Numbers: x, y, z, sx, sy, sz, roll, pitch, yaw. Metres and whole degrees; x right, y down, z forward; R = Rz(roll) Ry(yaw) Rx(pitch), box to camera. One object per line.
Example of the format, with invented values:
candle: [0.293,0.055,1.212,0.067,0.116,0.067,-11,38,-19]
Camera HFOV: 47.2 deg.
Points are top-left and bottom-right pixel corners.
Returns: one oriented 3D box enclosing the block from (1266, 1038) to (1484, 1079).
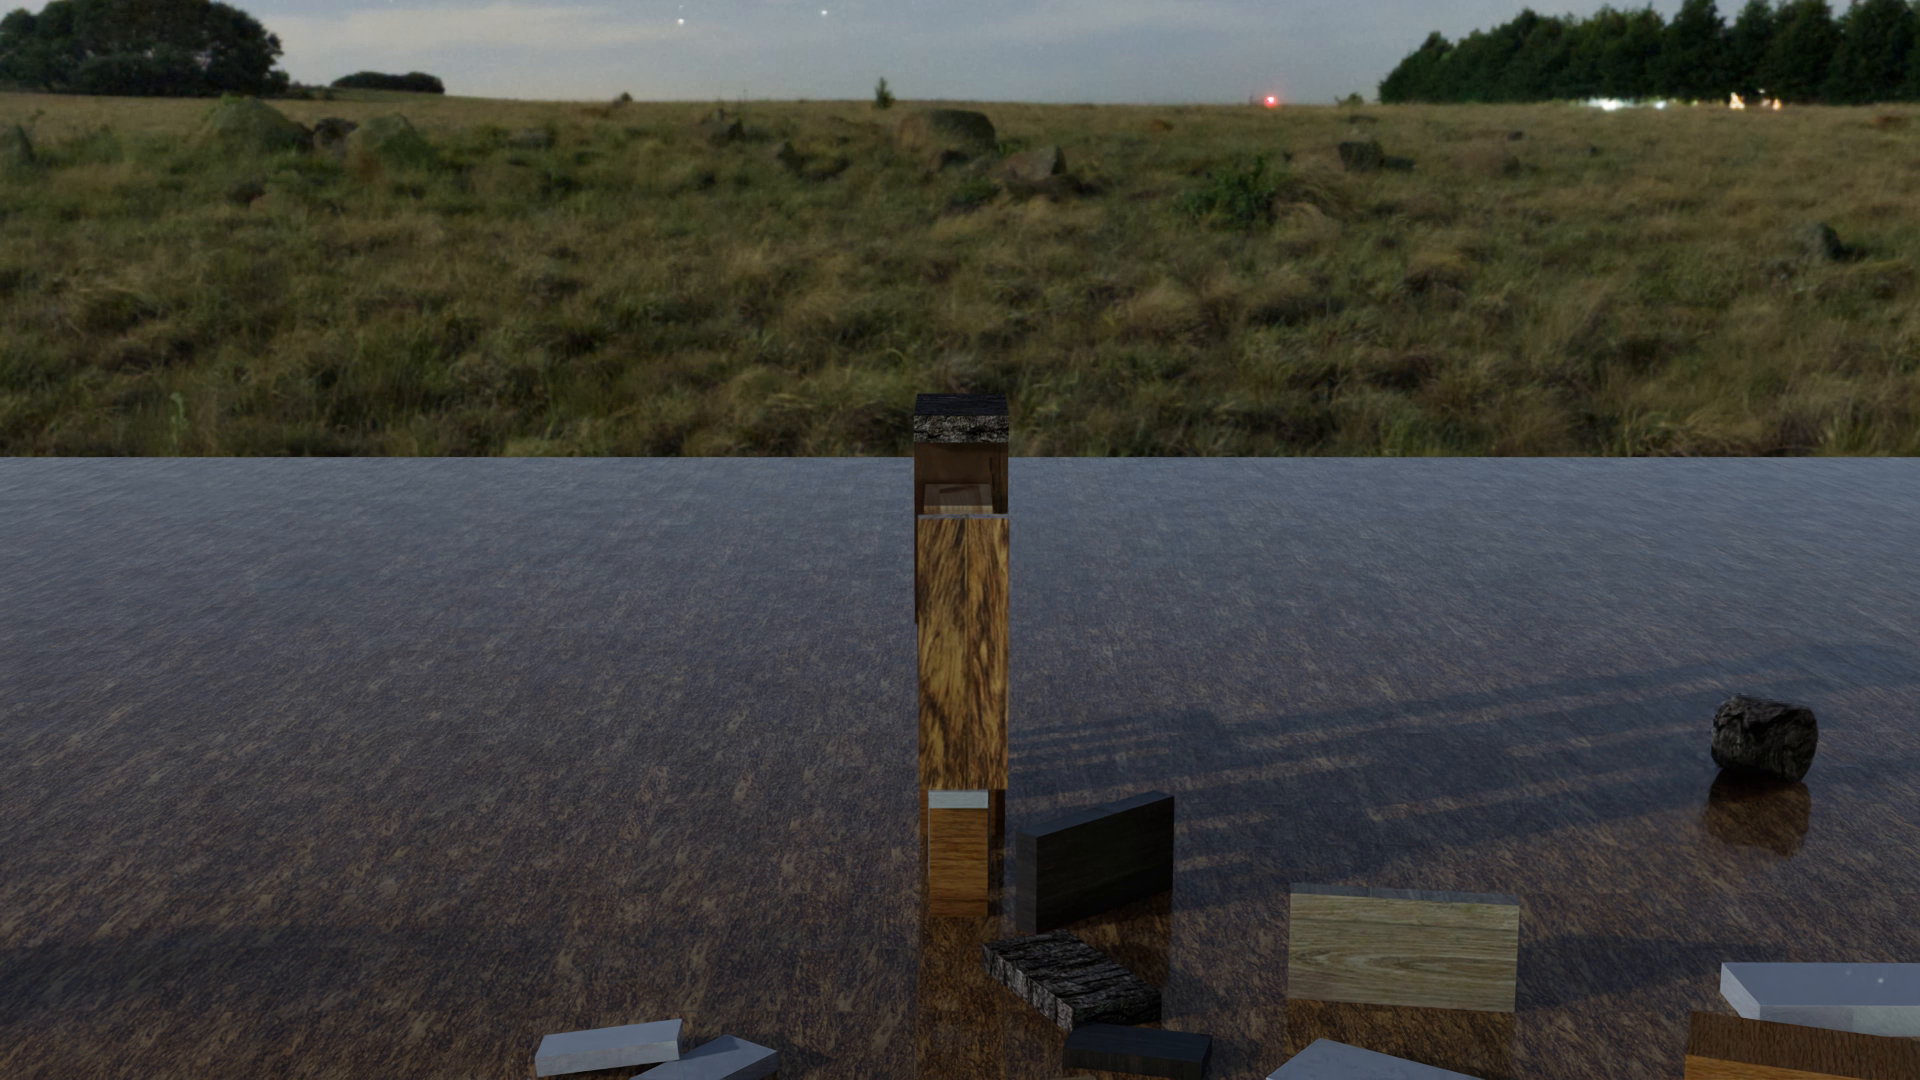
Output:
block: [0.571,0.723,2.829,0.315,0.045,0.157,7,13,34]

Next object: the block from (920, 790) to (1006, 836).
block: [0.004,0.378,3.968,0.153,0.307,0.043,0,11,0]

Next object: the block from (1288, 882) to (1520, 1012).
block: [0.644,0.594,3.206,0.324,0.162,0.046,2,11,9]

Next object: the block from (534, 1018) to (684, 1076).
block: [-0.474,0.689,2.986,0.190,0.027,0.095,-7,6,-2]

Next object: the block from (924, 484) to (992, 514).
block: [-0.003,-0.064,3.888,0.118,0.033,0.236,0,10,0]

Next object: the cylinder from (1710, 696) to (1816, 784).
cylinder: [1.584,0.392,4.333,0.147,0.147,0.147,-10,15,-44]

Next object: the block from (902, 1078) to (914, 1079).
block: [-0.029,0.727,2.894,0.098,0.014,0.049,0,11,3]

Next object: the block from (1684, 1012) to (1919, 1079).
block: [1.139,0.702,2.943,0.315,0.045,0.158,4,11,20]

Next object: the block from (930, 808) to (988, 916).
block: [-0.002,0.515,3.558,0.094,0.188,0.027,0,11,0]

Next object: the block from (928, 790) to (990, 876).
block: [-0.001,0.468,3.749,0.105,0.211,0.030,0,11,0]

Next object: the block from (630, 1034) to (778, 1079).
block: [-0.342,0.713,2.932,0.095,0.027,0.190,8,13,37]

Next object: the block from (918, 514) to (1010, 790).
block: [0.005,0.179,3.498,0.143,0.440,0.040,0,11,-1]

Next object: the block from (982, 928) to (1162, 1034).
block: [0.161,0.649,3.240,0.143,0.040,0.285,-5,12,-26]

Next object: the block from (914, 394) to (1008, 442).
block: [0.002,-0.233,4.158,0.172,0.049,0.345,0,11,0]

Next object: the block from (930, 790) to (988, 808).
block: [-0.003,0.398,3.600,0.094,0.027,0.188,0,11,0]

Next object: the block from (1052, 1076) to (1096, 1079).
block: [-0.041,0.740,2.741,0.468,0.045,0.158,-2,11,-11]

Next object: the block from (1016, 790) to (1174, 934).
block: [0.223,0.523,3.587,0.324,0.162,0.046,-10,14,-42]

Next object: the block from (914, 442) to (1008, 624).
block: [0.002,-0.018,4.080,0.172,0.345,0.049,0,11,0]

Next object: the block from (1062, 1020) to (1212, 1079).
block: [0.244,0.699,3.010,0.190,0.027,0.095,3,11,15]

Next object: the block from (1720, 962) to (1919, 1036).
block: [1.284,0.660,3.165,0.324,0.046,0.162,0,11,1]
